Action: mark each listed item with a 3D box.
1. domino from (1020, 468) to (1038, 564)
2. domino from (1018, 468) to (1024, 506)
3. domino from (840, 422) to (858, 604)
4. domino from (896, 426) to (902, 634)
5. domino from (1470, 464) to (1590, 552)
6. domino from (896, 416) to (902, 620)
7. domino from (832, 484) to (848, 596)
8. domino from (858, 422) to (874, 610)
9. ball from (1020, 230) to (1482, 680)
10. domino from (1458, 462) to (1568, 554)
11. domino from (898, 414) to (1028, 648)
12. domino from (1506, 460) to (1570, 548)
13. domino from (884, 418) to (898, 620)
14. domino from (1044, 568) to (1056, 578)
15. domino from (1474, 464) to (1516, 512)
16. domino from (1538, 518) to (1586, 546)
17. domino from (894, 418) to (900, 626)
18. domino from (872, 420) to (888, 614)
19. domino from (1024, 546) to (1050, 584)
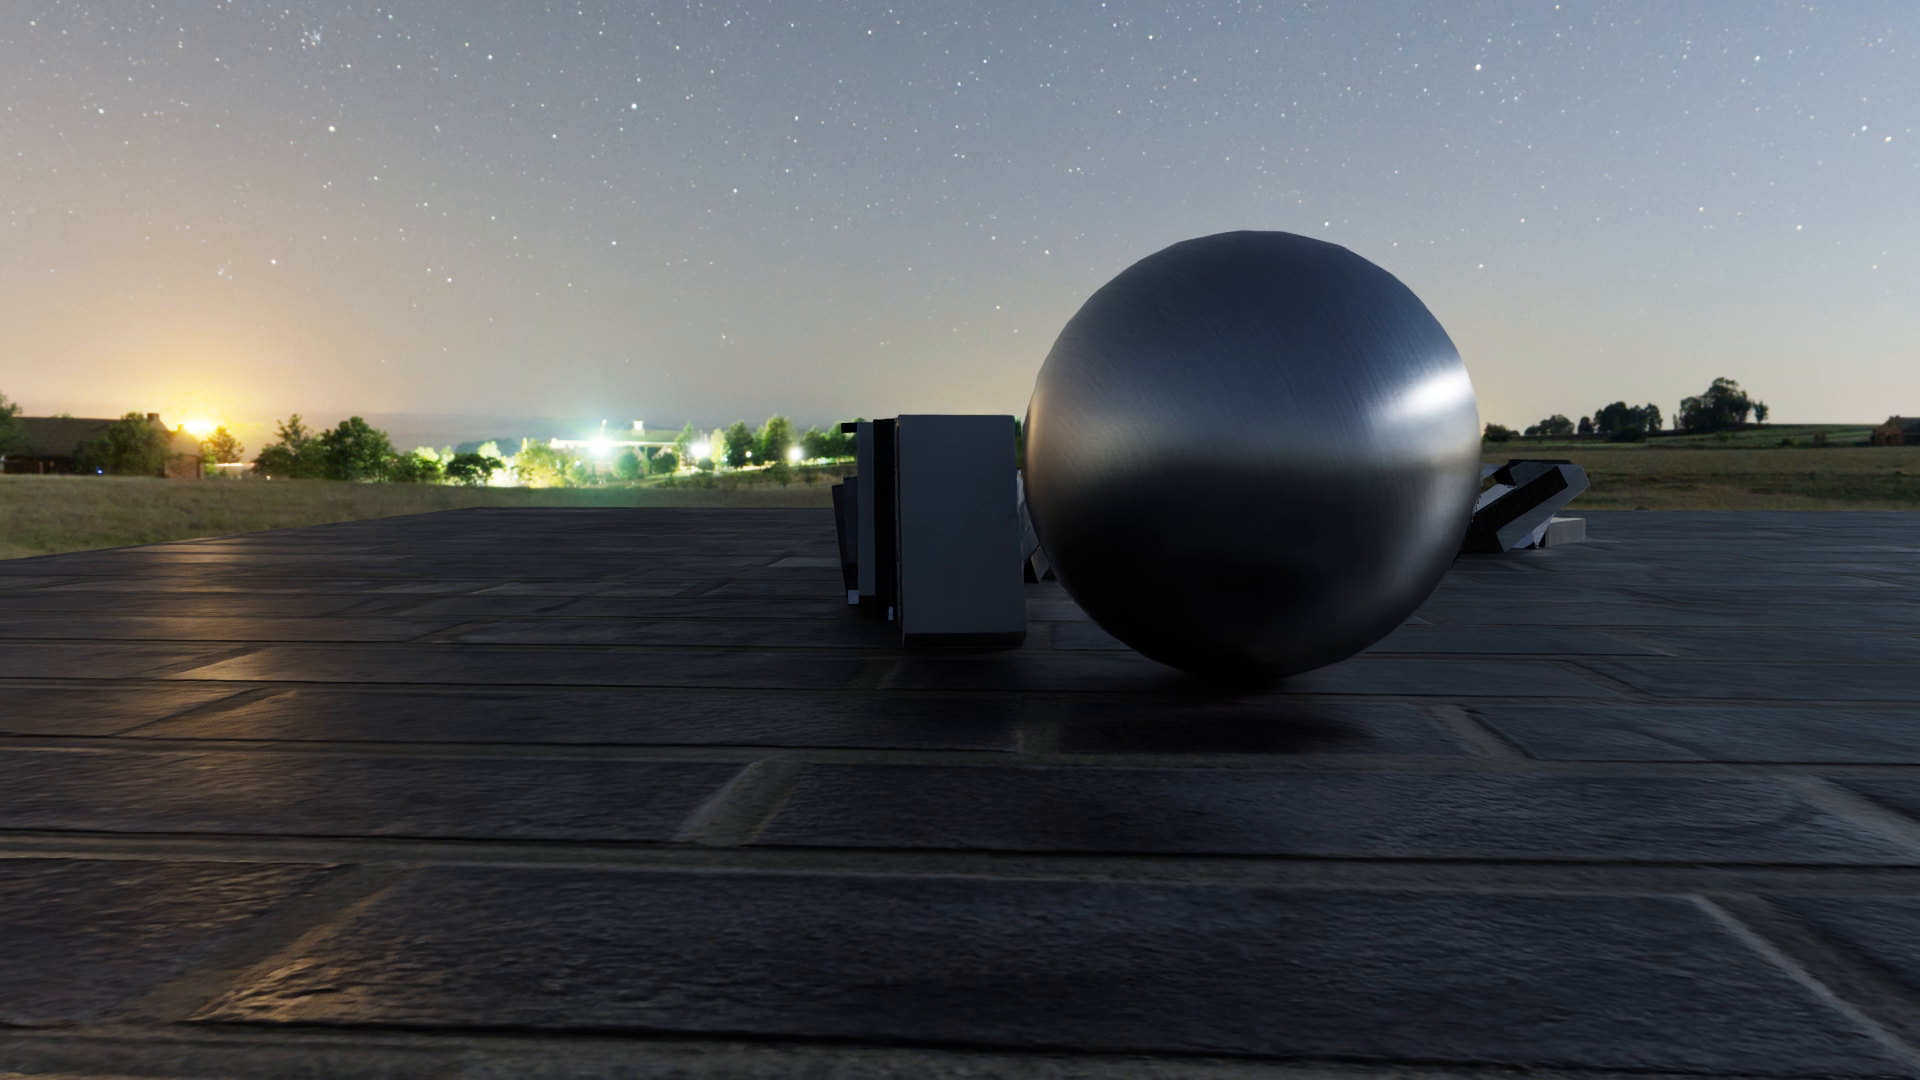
[{"bbox_3d":[0.014,-0.005,0.398,0.025,0.010,0.050,3,37,32],"label":"domino"},{"bbox_3d":[-0.001,-0.004,0.385,0.025,0.009,0.050,1,36,29],"label":"domino"},{"bbox_3d":[-0.019,-0.008,0.348,0.025,0.050,0.010,-2,-25,-5],"label":"domino"},{"bbox_3d":[-0.001,-0.004,0.295,0.025,0.050,0.010,0,-23,-5],"label":"domino"},{"bbox_3d":[0.226,-0.013,0.519,0.050,0.009,0.025,-34,15,-15],"label":"domino"},{"bbox_3d":[-0.001,-0.003,0.284,0.025,0.050,0.010,0,-23,-5],"label":"domino"},{"bbox_3d":[-0.023,-0.002,0.372,0.025,0.010,0.050,-10,31,-4],"label":"domino"},{"bbox_3d":[-0.014,-0.007,0.338,0.025,0.050,0.010,0,-25,-5],"label":"domino"},{"bbox_3d":[0.051,-0.015,0.231,0.080,0.080,0.080,0,4,0],"label":"ball"},{"bbox_3d":[0.210,-0.013,0.506,0.050,0.009,0.025,-32,9,0],"label":"domino"},{"bbox_3d":[0.000,-0.002,0.274,0.025,0.050,0.010,0,-23,-5],"label":"domino"},{"bbox_3d":[0.237,-0.016,0.541,0.025,0.010,0.050,4,40,43],"label":"domino"},{"bbox_3d":[-0.006,-0.006,0.316,0.025,0.050,0.009,0,-23,-5],"label":"domino"},{"bbox_3d":[0.032,-0.007,0.428,0.025,0.009,0.050,3,38,32],"label":"domino"},{"bbox_3d":[0.190,-0.013,0.506,0.050,0.010,0.025,-32,7,0],"label":"domino"},{"bbox_3d":[0.251,-0.004,0.558,0.025,0.009,0.050,4,6,43],"label":"domino"},{"bbox_3d":[-0.003,-0.005,0.306,0.025,0.050,0.010,0,-23,-5],"label":"domino"},{"bbox_3d":[-0.009,-0.006,0.327,0.025,0.050,0.009,0,-23,-5],"label":"domino"},{"bbox_3d":[0.023,-0.006,0.413,0.025,0.010,0.050,3,37,32],"label":"domino"}]
